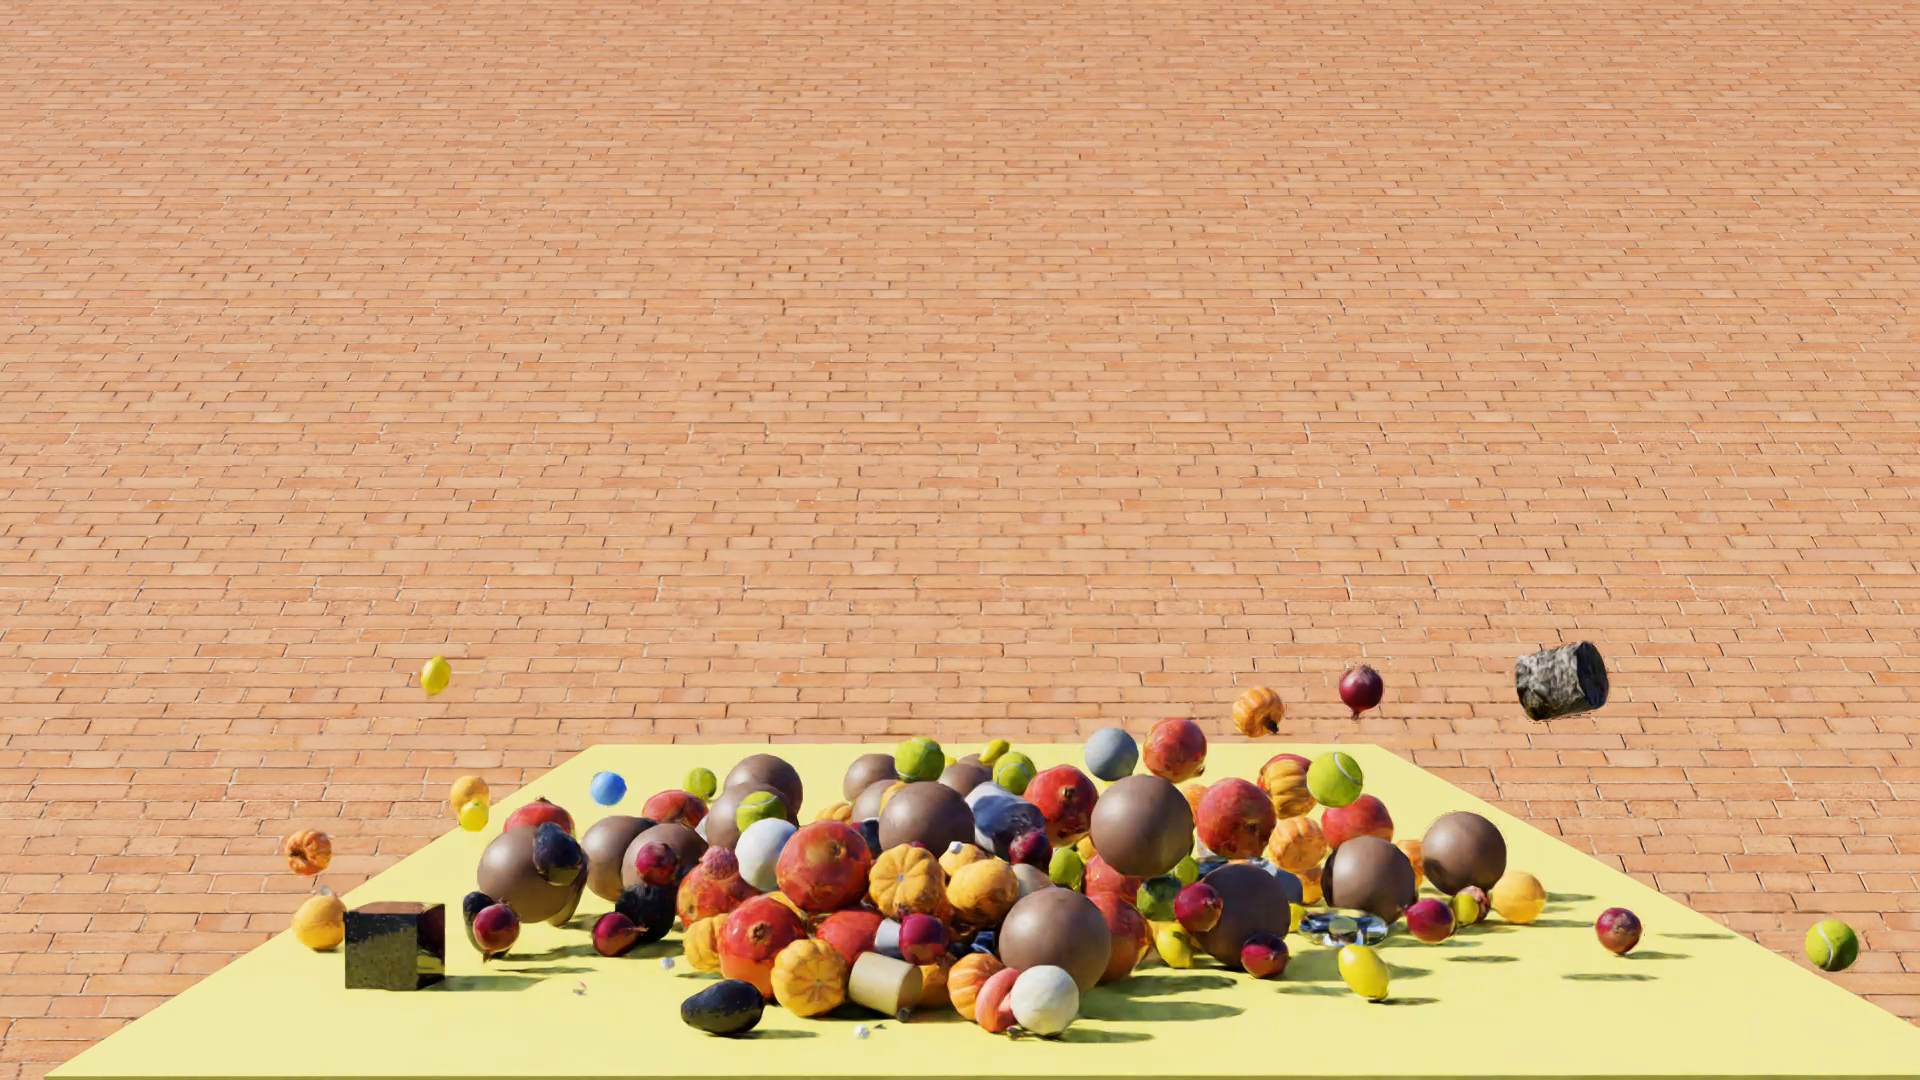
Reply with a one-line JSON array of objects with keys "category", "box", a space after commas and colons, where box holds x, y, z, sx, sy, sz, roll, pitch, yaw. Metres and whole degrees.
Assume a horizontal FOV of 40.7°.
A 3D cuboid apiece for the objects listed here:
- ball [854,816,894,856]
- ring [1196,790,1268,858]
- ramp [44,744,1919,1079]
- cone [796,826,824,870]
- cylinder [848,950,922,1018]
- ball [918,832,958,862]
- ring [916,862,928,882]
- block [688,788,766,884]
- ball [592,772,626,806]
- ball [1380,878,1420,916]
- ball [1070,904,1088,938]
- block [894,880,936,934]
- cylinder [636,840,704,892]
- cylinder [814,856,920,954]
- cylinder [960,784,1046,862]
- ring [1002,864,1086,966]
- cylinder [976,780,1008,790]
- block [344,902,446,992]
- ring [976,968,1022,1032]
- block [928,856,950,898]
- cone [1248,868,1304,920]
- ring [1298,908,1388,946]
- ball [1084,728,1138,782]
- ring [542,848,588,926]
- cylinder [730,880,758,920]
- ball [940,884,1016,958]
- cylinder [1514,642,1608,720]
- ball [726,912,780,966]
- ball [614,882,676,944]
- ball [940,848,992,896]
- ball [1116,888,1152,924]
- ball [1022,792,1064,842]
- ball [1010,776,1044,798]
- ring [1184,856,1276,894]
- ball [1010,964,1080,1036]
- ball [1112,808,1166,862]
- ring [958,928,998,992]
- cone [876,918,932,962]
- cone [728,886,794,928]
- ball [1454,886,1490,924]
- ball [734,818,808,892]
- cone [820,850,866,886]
[{"category": "ball", "box": [-0.122, 0.420, 3.661, 0.056, 0.056, 0.056, 0, 29, 0]}, {"category": "ring", "box": [0.434, 0.469, 4.122, 0.047, 0.141, 0.141, 20, 14, -37]}, {"category": "ramp", "box": [0.065, 0.585, 4.633, 2.000, 0.100, 4.000, 0, 0, 0]}, {"category": "cone", "box": [-0.234, 0.436, 3.525, 0.069, 0.069, 0.069, -30, 39, -22]}, {"category": "cylinder", "box": [-0.085, 0.507, 2.947, 0.063, 0.063, 0.063, 12, 31, 24]}, {"category": "ball", "box": [-0.035, 0.503, 4.163, 0.068, 0.068, 0.068, 0, 29, 0]}, {"category": "ring", "box": [-0.034, 0.518, 4.029, 0.107, 0.036, 0.107, -3, -6, 0]}, {"category": "block", "box": [-0.339, 0.458, 3.975, 0.096, 0.096, 0.096, 38, 79, 19]}, {"category": "ball", "box": [-0.540, 0.383, 3.977, 0.053, 0.053, 0.053, 0, 29, 0]}, {"category": "ball", "box": [0.630, 0.512, 3.706, 0.055, 0.055, 0.055, 0, 29, 0]}, {"category": "ball", "box": [0.136, 0.509, 3.406, 0.063, 0.063, 0.063, 0, 29, 0]}, {"category": "block", "box": [-0.080, 0.493, 3.439, 0.062, 0.062, 0.062, -16, 9, -39]}, {"category": "cylinder", "box": [-0.443, 0.497, 3.944, 0.077, 0.077, 0.077, 13, 0, 22]}, {"category": "cylinder", "box": [-0.118, 0.468, 3.281, 0.096, 0.096, 0.096, 33, 39, 15]}, {"category": "cylinder", "box": [0.058, 0.393, 3.594, 0.087, 0.087, 0.087, -17, 22, -28]}, {"category": "ring", "box": [0.107, 0.478, 3.301, 0.049, 0.148, 0.148, -36, 30, 9]}, {"category": "cylinder", "box": [0.064, 0.443, 4.115, 0.089, 0.089, 0.089, -21, 36, -33]}, {"category": "block", "box": [-0.691, 0.496, 3.164, 0.093, 0.093, 0.093, 0, 0, 10]}, {"category": "ring", "box": [0.047, 0.508, 2.856, 0.075, 0.075, 0.025, -25, 38, -38]}, {"category": "block", "box": [-0.015, 0.511, 3.928, 0.054, 0.054, 0.054, 0, 0, -20]}, {"category": "cone", "box": [0.448, 0.512, 3.629, 0.079, 0.079, 0.079, 0, 16, 0]}, {"category": "ring", "box": [0.515, 0.521, 3.478, 0.119, 0.040, 0.119, 1, 0, 0]}, {"category": "ball", "box": [0.223, 0.316, 3.815, 0.080, 0.080, 0.080, 0, 29, 0]}, {"category": "ring", "box": [-0.553, 0.486, 3.624, 0.038, 0.115, 0.115, 21, 25, -16]}, {"category": "cylinder", "box": [-0.274, 0.502, 3.552, 0.077, 0.077, 0.077, 0, 0, 1]}, {"category": "ball", "box": [0.024, 0.493, 3.326, 0.097, 0.097, 0.097, 0, 29, 0]}, {"category": "cylinder", "box": [0.778, 0.183, 3.344, 0.087, 0.087, 0.087, -16, 16, 37]}, {"category": "ball", "box": [-0.262, 0.508, 3.289, 0.068, 0.068, 0.068, 0, 29, 0]}, {"category": "ball", "box": [-0.423, 0.500, 3.464, 0.082, 0.082, 0.082, 0, 29, 0]}, {"category": "ball", "box": [0.009, 0.499, 3.866, 0.079, 0.079, 0.079, 0, 29, 0]}, {"category": "ball", "box": [0.244, 0.515, 3.644, 0.050, 0.050, 0.050, 0, 29, 0]}, {"category": "ball", "box": [0.139, 0.490, 4.573, 0.090, 0.090, 0.090, 0, 29, 0]}, {"category": "ball", "box": [0.132, 0.500, 5.096, 0.066, 0.066, 0.066, 0, 29, 0]}, {"category": "ring", "box": [0.418, 0.515, 3.979, 0.144, 0.048, 0.144, -1, 0, 0]}, {"category": "ball", "box": [0.093, 0.502, 2.826, 0.076, 0.076, 0.076, 0, 29, 0]}, {"category": "ball", "box": [0.293, 0.483, 4.230, 0.089, 0.089, 0.089, 0, 29, 0]}, {"category": "ring", "box": [0.021, 0.494, 3.041, 0.028, 0.083, 0.083, 24, 33, 6]}, {"category": "cone", "box": [-0.057, 0.466, 2.995, 0.059, 0.059, 0.059, -10, 21, 33]}, {"category": "cone", "box": [-0.276, 0.511, 3.491, 0.096, 0.096, 0.096, -22, 20, 26]}, {"category": "ball", "box": [0.721, 0.514, 3.644, 0.051, 0.051, 0.051, 0, 29, 0]}, {"category": "ball", "box": [-0.238, 0.399, 3.272, 0.093, 0.093, 0.093, 0, 29, 0]}, {"category": "cone", "box": [-0.171, 0.518, 3.819, 0.089, 0.089, 0.089, 4, 27, 7]}]
